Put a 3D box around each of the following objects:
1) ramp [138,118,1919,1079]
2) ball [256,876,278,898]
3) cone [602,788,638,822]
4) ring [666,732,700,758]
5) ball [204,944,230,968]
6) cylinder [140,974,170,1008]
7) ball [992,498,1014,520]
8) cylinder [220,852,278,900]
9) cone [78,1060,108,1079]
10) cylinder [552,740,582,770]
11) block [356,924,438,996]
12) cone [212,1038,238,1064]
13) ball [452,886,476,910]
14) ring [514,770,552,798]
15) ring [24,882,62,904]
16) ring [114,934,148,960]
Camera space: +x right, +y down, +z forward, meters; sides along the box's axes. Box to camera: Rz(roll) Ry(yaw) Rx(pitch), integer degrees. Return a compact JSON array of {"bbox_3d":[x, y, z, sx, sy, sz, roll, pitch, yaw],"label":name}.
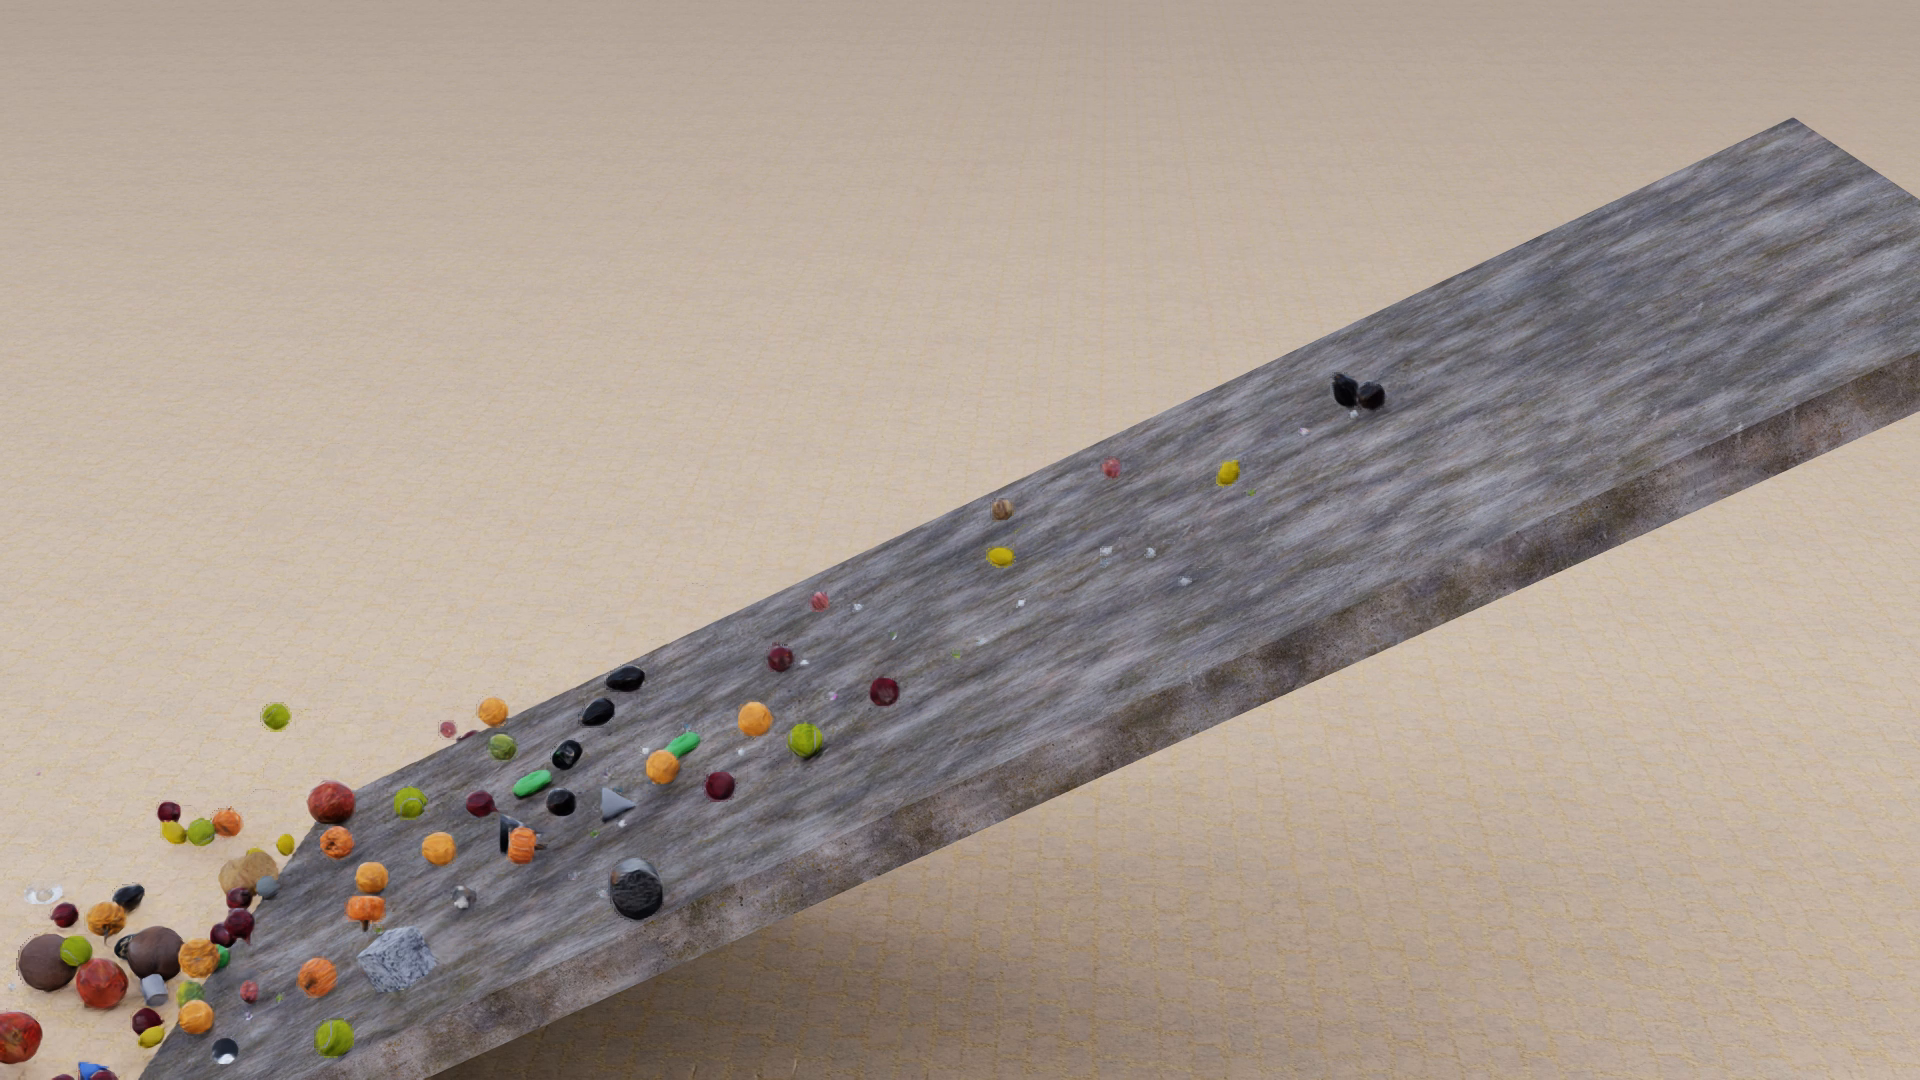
[{"bbox_3d":[0.138,0.168,6.281,4.000,0.100,2.000,-25,14,10],"label":"ramp"},{"bbox_3d":[-1.636,0.819,6.943,0.051,0.051,0.051,0,16,0],"label":"ball"},{"bbox_3d":[-0.712,0.557,6.182,0.074,0.074,0.074,0,16,0],"label":"cone"},{"bbox_3d":[-0.604,0.447,6.397,0.082,0.027,0.082,-27,14,7],"label":"ring"},{"bbox_3d":[-1.658,0.930,6.566,0.054,0.054,0.054,0,16,0],"label":"ball"},{"bbox_3d":[-1.809,1.012,6.604,0.053,0.053,0.053,-9,53,-29],"label":"cylinder"},{"bbox_3d":[0.100,-0.071,6.918,0.051,0.051,0.051,0,16,0],"label":"ball"},{"bbox_3d":[-1.699,0.802,7.025,0.098,0.098,0.098,-20,3,35],"label":"cylinder"},{"bbox_3d":[-1.835,1.126,6.243,0.057,0.057,0.057,-13,20,-24],"label":"cone"},{"bbox_3d":[-0.900,0.492,6.734,0.052,0.052,0.052,5,28,16],"label":"cylinder"},{"bbox_3d":[-1.111,0.829,5.806,0.093,0.093,0.093,-16,18,40],"label":"block"},{"bbox_3d":[-1.469,1.028,5.903,0.052,0.052,0.052,0,-15,-1],"label":"cone"},{"bbox_3d":[-1.025,0.738,6.073,0.050,0.050,0.050,0,16,0],"label":"ball"},{"bbox_3d":[-0.974,0.554,6.700,0.094,0.031,0.094,-26,12,6],"label":"ring"},{"bbox_3d":[-2.240,0.863,7.188,0.092,0.031,0.092,-1,17,0],"label":"ring"},{"bbox_3d":[-1.930,0.947,6.846,0.076,0.076,0.025,-9,47,-28],"label":"ring"}]
